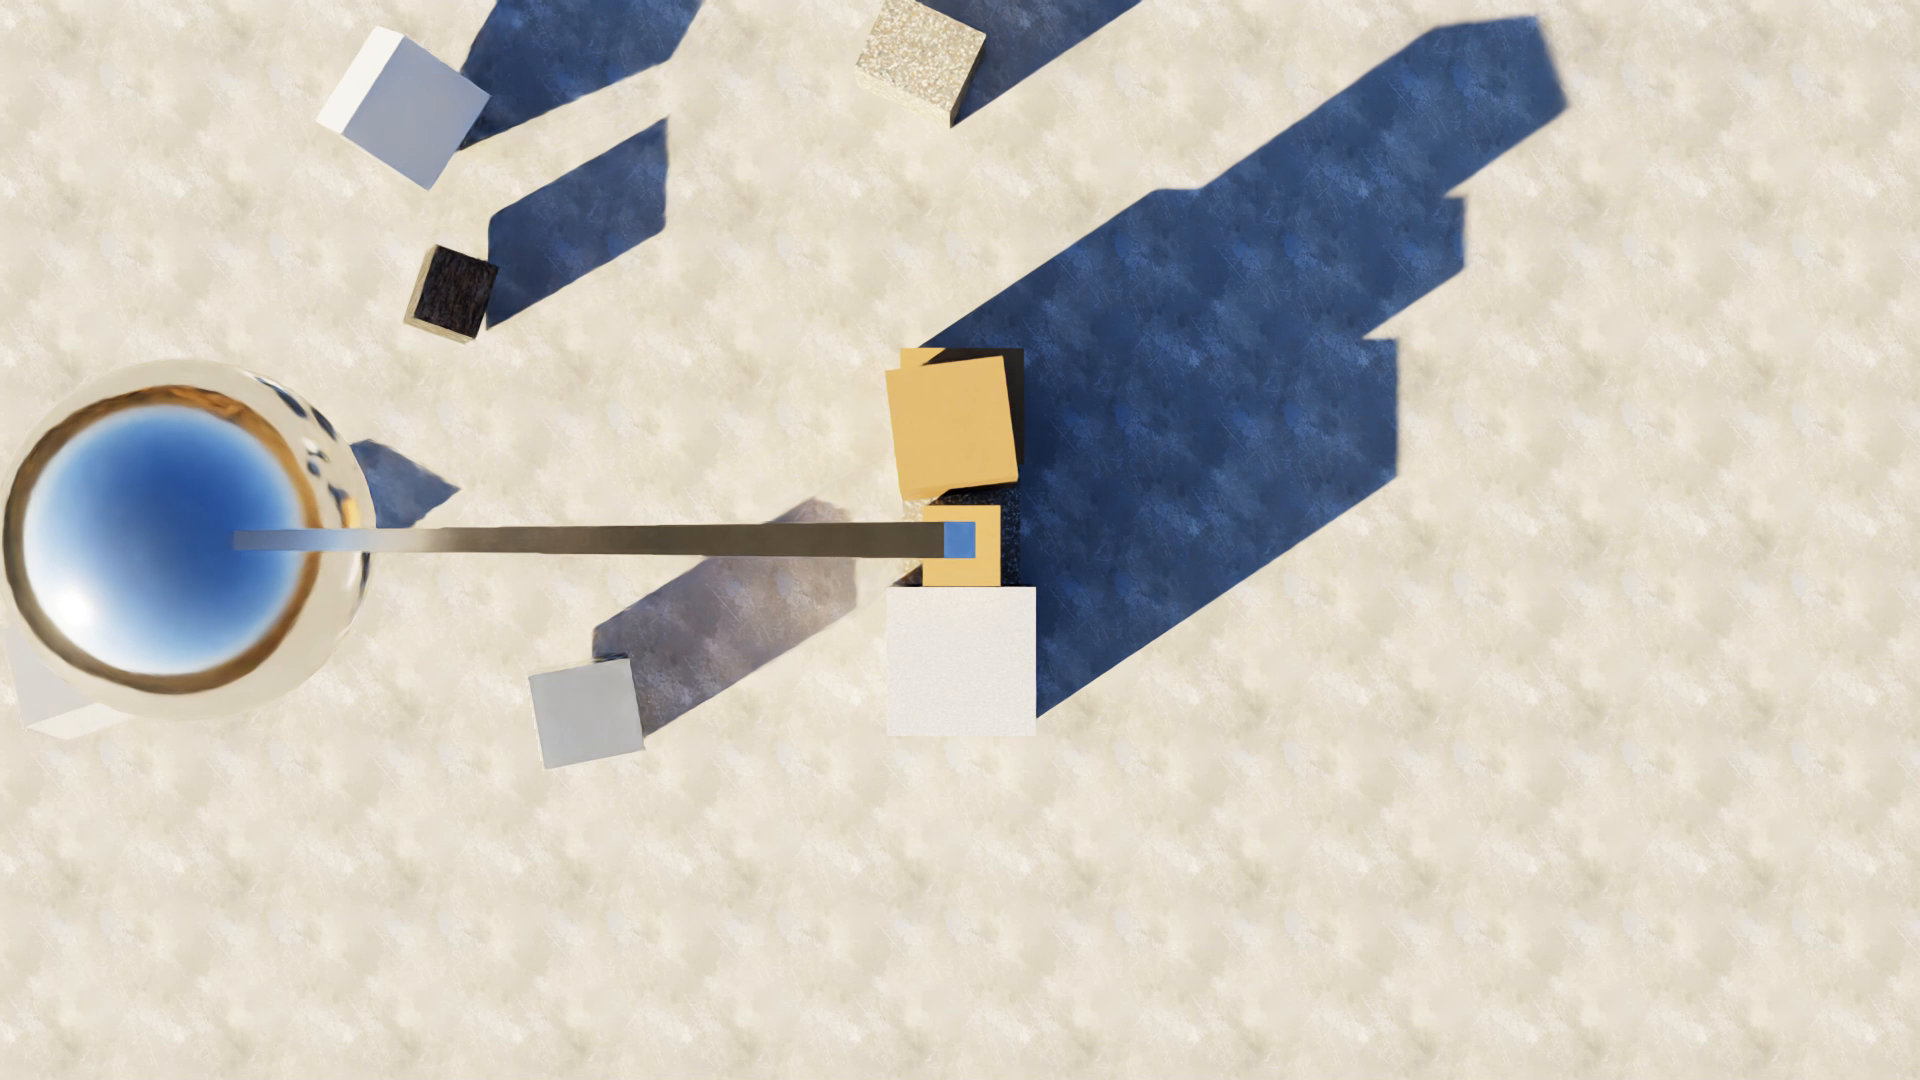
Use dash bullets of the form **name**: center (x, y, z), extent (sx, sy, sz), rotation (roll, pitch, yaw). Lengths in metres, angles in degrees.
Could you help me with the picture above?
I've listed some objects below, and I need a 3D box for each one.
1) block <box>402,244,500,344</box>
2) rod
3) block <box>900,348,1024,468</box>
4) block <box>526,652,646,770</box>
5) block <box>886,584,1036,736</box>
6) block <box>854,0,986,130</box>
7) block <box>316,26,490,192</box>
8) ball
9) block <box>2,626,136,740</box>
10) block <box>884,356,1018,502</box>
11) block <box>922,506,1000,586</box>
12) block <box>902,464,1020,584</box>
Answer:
- **block**: center (-2.948, -1.416, 12.725), extent (0.372, 0.393, 0.440), rotation (19, 83, -22)
- **rod**: center (-1.470, 0.000, 6.883), extent (0.080, 5.200, 0.080), rotation (0, 90, -34)
- **block**: center (0.012, -0.756, 12.700), extent (0.698, 0.601, 0.652), rotation (0, 90, 0)
- **block**: center (-2.163, 0.979, 12.692), extent (0.571, 0.487, 0.536), rotation (-10, 93, -12)
- **block**: center (0.007, 0.670, 12.563), extent (0.822, 0.875, 0.820), rotation (0, 90, 0)
- **block**: center (-0.226, -2.776, 12.742), extent (0.602, 0.515, 0.489), rotation (25, 90, 0)
- **block**: center (-3.189, -2.468, 12.577), extent (0.591, 0.606, 0.652), rotation (33, 88, -33)
- **ball**: center (-3.393, 0.000, 9.687), extent (1.600, 1.600, 1.600), rotation (0, 90, 0)
- **block**: center (-5.043, 0.747, 12.616), extent (0.552, 0.520, 0.587), rotation (-19, 76, -1)
- **block**: center (-0.046, -0.600, 12.035), extent (0.634, 0.682, 0.647), rotation (-7, 86, 0)
- **block**: center (0.009, 0.032, 12.126), extent (0.419, 0.479, 0.435), rotation (0, 90, 0)
- **block**: center (0.008, -0.088, 12.683), extent (0.662, 0.634, 0.669), rotation (0, 90, 0)
